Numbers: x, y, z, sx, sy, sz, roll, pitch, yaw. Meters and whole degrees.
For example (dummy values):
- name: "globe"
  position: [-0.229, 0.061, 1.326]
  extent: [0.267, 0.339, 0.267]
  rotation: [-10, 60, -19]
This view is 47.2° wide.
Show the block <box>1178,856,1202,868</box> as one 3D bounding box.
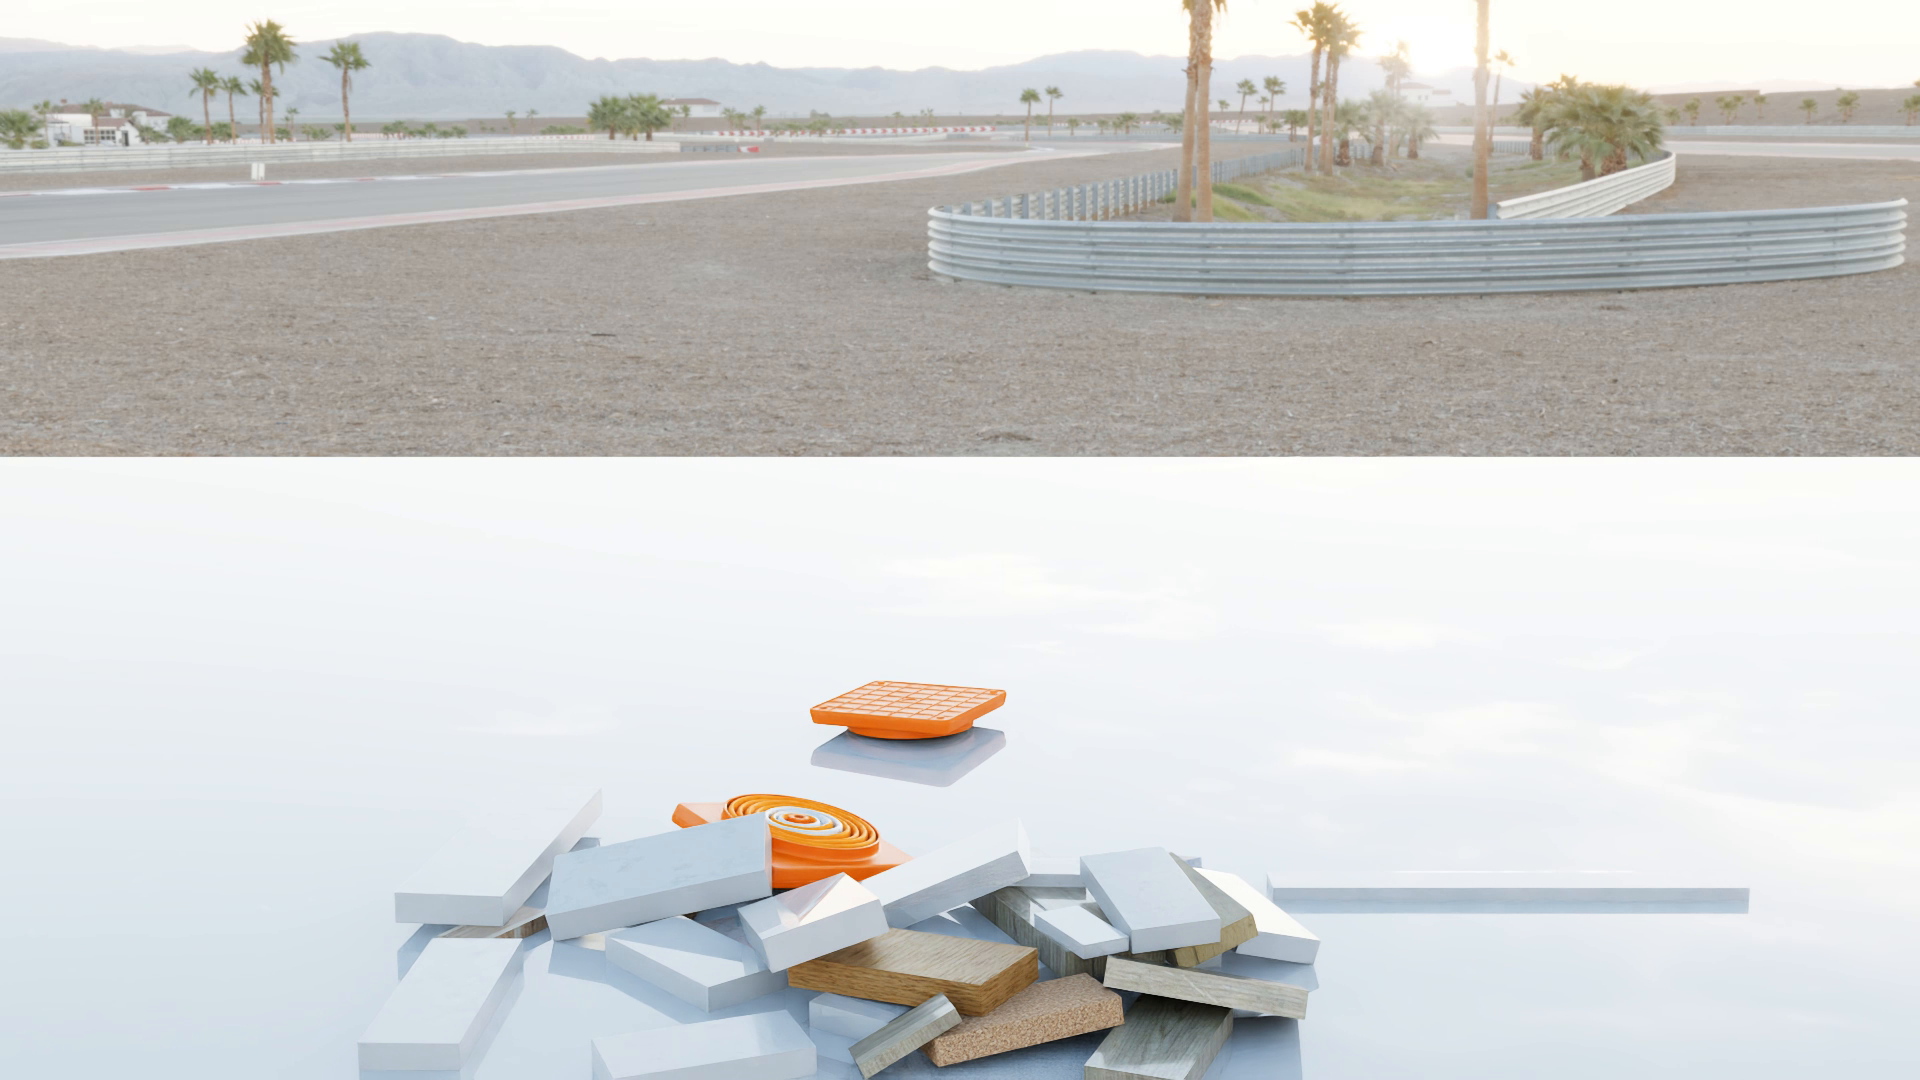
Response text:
- name: "block"
  position: [0.318, 0.549, 3.663]
  extent: [0.160, 0.023, 0.080]
  rotation: [-3, -1, -40]

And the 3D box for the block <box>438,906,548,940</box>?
- name: "block"
  position: [-0.732, 0.615, 3.467]
  extent: [0.084, 0.024, 0.168]
  rotation: [6, 12, 29]

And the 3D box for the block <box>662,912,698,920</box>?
- name: "block"
  position: [-0.494, 0.577, 3.585]
  extent: [0.169, 0.024, 0.085]
  rotation: [5, 36, 27]

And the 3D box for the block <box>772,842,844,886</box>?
- name: "block"
  position: [-0.288, 0.548, 3.706]
  extent: [0.169, 0.024, 0.085]
  rotation: [17, 10, 17]

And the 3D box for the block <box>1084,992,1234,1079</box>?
- name: "block"
  position: [0.275, 0.694, 3.006]
  extent: [0.134, 0.038, 0.268]
  rotation: [4, 11, 21]

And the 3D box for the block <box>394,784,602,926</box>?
- name: "block"
  position: [-0.772, 0.527, 3.743]
  extent: [0.175, 0.050, 0.590]
  rotation: [1, 11, 6]

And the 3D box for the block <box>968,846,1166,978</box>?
- name: "block"
  position: [0.140, 0.573, 3.418]
  extent: [0.162, 0.046, 0.454]
  rotation: [-5, 11, -22]

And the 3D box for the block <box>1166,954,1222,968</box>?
- name: "block"
  position: [0.303, 0.607, 3.469]
  extent: [0.140, 0.040, 0.281]
  rotation: [-2, 11, -10]

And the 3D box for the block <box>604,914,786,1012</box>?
- name: "block"
  position: [-0.401, 0.636, 3.316]
  extent: [0.138, 0.039, 0.276]
  rotation: [-9, 14, -40]

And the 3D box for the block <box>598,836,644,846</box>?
- name: "block"
  position: [-0.578, 0.551, 3.811]
  extent: [0.084, 0.024, 0.168]
  rotation: [-2, 11, -12]

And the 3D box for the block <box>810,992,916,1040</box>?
- name: "block"
  position: [-0.083, 0.659, 3.195]
  extent: [0.135, 0.038, 0.271]
  rotation: [7, 12, 32]

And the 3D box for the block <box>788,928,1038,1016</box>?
- name: "block"
  position: [-0.068, 0.615, 3.165]
  extent: [0.324, 0.046, 0.162]
  rotation: [2, 10, 31]

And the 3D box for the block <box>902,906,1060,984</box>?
- name: "block"
  position: [0.052, 0.627, 3.363]
  extent: [0.135, 0.038, 0.271]
  rotation: [-10, 14, -42]

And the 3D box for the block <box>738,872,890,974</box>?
- name: "block"
  position: [-0.223, 0.564, 3.266]
  extent: [0.175, 0.050, 0.350]
  rotation: [-18, 1, -12]

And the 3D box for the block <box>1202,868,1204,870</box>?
- name: "block"
  position: [0.348, 0.578, 3.673]
  extent: [0.160, 0.023, 0.080]
  rotation: [-4, 11, -21]

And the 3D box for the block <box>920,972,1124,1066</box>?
- name: "block"
  position: [0.076, 0.664, 3.056]
  extent: [0.271, 0.038, 0.135]
  rotation: [-9, 6, -17]

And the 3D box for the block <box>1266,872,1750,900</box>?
- name: "block"
  position: [0.911, 0.578, 3.672]
  extent: [0.787, 0.023, 0.080]
  rotation: [0, 11, 0]

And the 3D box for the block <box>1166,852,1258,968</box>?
- name: "block"
  position: [0.330, 0.565, 3.363]
  extent: [0.134, 0.038, 0.268]
  rotation: [-22, 20, -16]

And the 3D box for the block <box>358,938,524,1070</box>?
- name: "block"
  position: [-0.741, 0.663, 3.168]
  extent: [0.138, 0.039, 0.392]
  rotation: [0, 11, 1]

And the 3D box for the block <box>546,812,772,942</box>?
- name: "block"
  position: [-0.478, 0.537, 3.519]
  extent: [0.350, 0.050, 0.175]
  rotation: [-12, 24, 0]

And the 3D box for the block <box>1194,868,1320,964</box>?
- name: "block"
  position: [0.433, 0.584, 3.453]
  extent: [0.140, 0.040, 0.281]
  rotation: [13, 8, -23]

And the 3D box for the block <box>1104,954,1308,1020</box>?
- name: "block"
  position: [0.346, 0.632, 3.117]
  extent: [0.281, 0.040, 0.140]
  rotation: [9, -8, 6]

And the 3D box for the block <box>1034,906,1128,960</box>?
- name: "block"
  position: [0.177, 0.575, 3.226]
  extent: [0.075, 0.021, 0.149]
  rotation: [-6, 11, -26]

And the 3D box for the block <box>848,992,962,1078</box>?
- name: "block"
  position: [-0.075, 0.671, 2.982]
  extent: [0.149, 0.021, 0.075]
  rotation: [-29, 12, -10]

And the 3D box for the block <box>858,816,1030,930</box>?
- name: "block"
  position: [-0.048, 0.541, 3.452]
  extent: [0.324, 0.046, 0.162]
  rotation: [-23, 10, 6]

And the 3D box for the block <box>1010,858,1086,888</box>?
- name: "block"
  position: [0.126, 0.527, 3.486]
  extent: [0.149, 0.021, 0.075]
  rotation: [0, 11, 4]

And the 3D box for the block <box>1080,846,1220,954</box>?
- name: "block"
  position: [0.283, 0.538, 3.311]
  extent: [0.134, 0.038, 0.268]
  rotation: [-5, 17, -12]

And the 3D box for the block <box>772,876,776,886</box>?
- name: "block"
  position: [-0.391, 0.543, 3.725]
  extent: [0.169, 0.024, 0.085]
  rotation: [15, 10, 1]

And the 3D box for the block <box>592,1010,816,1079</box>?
- name: "block"
  position: [-0.347, 0.699, 2.976]
  extent: [0.276, 0.039, 0.138]
  rotation: [-4, 11, -21]
